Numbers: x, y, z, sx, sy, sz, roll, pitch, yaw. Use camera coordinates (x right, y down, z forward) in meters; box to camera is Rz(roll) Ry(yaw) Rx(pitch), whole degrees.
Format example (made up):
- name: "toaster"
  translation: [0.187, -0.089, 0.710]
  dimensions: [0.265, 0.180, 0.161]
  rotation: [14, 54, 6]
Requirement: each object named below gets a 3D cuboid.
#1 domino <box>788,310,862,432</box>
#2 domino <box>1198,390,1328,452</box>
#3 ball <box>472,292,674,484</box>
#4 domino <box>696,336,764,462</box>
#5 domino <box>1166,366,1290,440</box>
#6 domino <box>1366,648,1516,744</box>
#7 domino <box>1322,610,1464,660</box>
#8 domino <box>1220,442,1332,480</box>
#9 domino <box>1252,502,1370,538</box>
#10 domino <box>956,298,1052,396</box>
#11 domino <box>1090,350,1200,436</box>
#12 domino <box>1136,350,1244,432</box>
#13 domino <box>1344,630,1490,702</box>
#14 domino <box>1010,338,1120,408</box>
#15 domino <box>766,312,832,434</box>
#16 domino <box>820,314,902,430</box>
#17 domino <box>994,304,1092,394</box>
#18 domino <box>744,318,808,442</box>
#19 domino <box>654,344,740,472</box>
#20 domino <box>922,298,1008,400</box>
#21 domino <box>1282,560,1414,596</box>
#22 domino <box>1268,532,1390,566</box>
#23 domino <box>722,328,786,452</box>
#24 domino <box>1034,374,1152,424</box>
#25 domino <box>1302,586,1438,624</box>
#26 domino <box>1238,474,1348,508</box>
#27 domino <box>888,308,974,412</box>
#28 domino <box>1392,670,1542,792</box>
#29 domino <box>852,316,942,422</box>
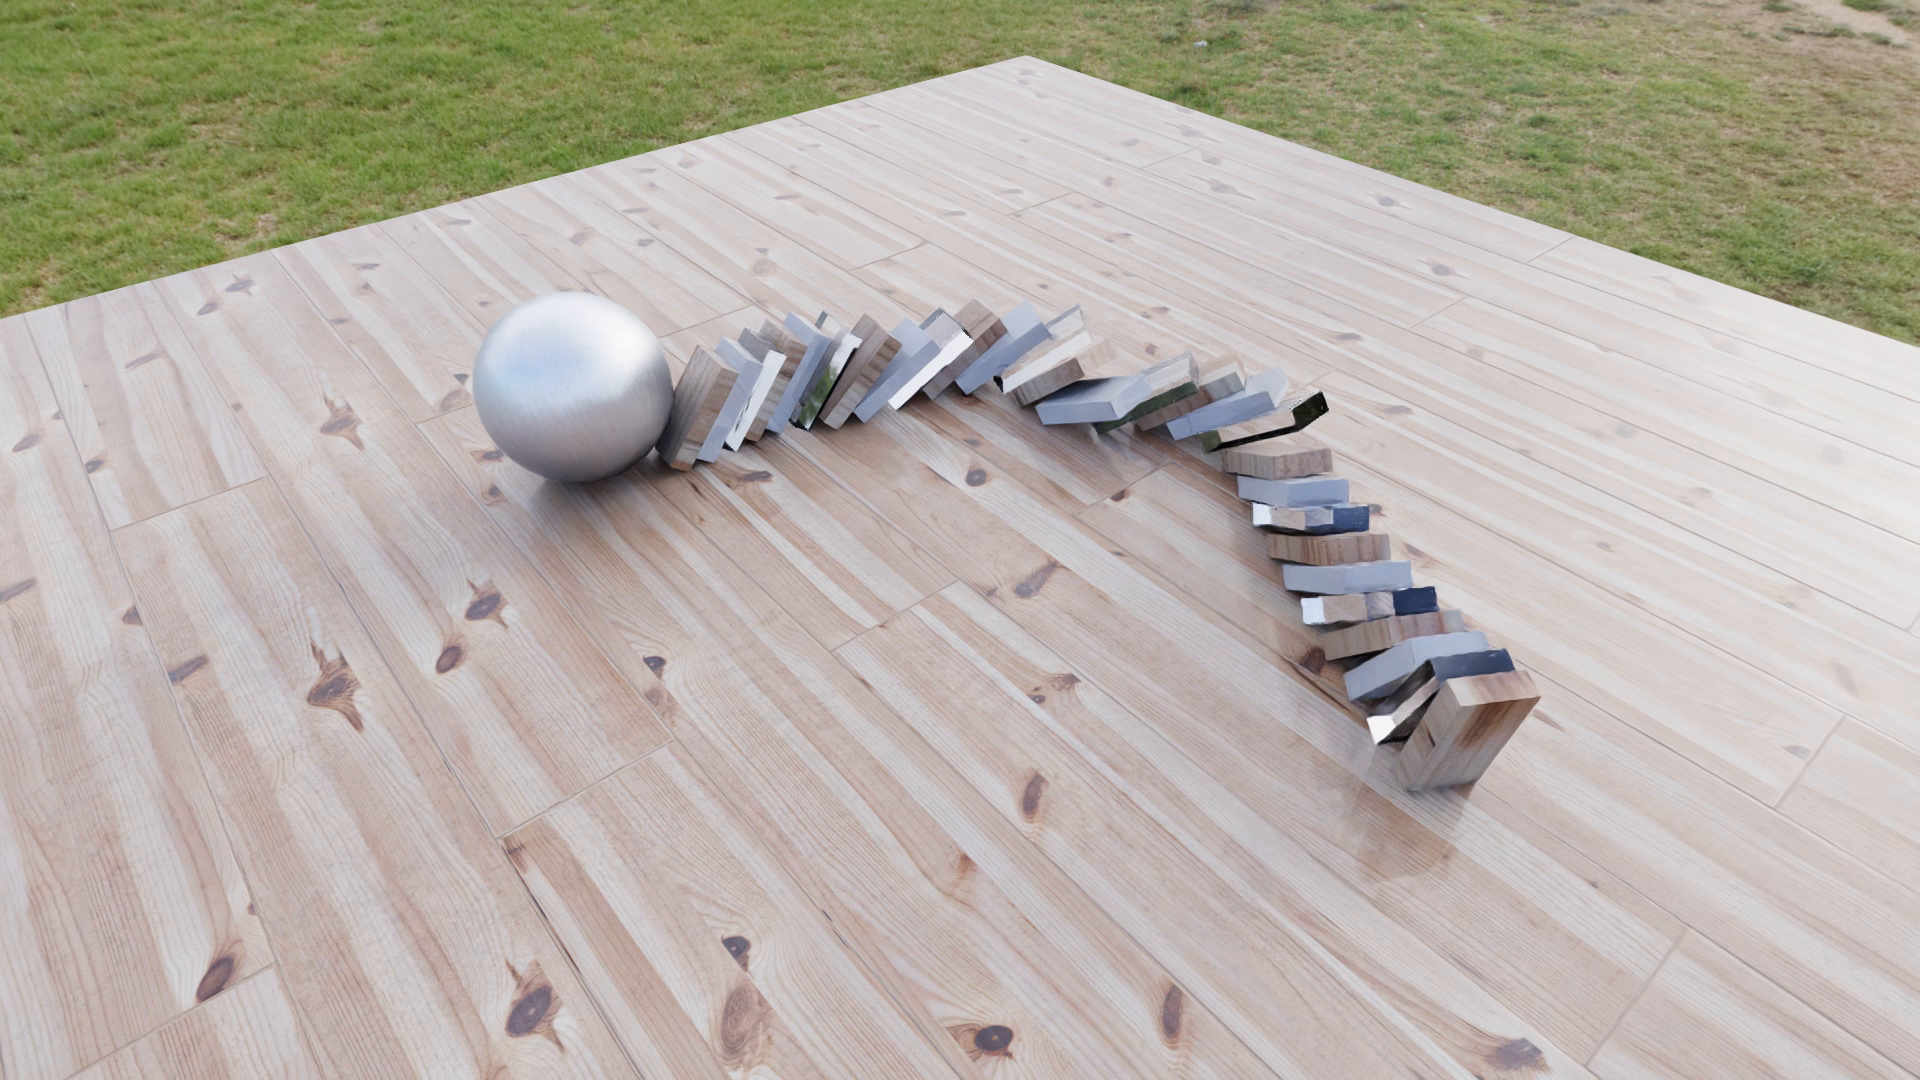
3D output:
- name: "domino"
  translation: [-0.067, -0.078, 0.511]
  dimensions: [0.010, 0.050, 0.025]
  rotation: [17, 22, -44]
- name: "domino"
  translation: [0.133, -0.052, 0.484]
  dimensions: [0.025, 0.010, 0.050]
  rotation: [-31, 12, -36]
- name: "ball"
  translation: [-0.163, -0.064, 0.466]
  dimensions: [0.080, 0.080, 0.080]
  rotation: [0, 39, 0]
- name: "domino"
  translation: [-0.108, -0.063, 0.492]
  dimensions: [0.010, 0.050, 0.025]
  rotation: [15, 21, -47]
- name: "domino"
  translation: [0.121, -0.061, 0.496]
  dimensions: [0.050, 0.009, 0.025]
  rotation: [-16, 22, 39]
- name: "domino"
  translation: [0.152, 0.051, 0.350]
  dimensions: [0.025, 0.050, 0.010]
  rotation: [-6, 61, -7]
- name: "domino"
  translation: [0.147, 0.033, 0.376]
  dimensions: [0.025, 0.050, 0.010]
  rotation: [-6, 79, -7]
- name: "domino"
  translation: [0.133, -0.034, 0.466]
  dimensions: [0.025, 0.010, 0.050]
  rotation: [-9, 10, -11]
- name: "domino"
  translation: [0.138, -0.009, 0.435]
  dimensions: [0.025, 0.009, 0.050]
  rotation: [-6, 6, -7]
- name: "domino"
  translation: [0.018, -0.095, 0.538]
  dimensions: [0.050, 0.009, 0.025]
  rotation: [-34, 39, 11]
- name: "domino"
  translation: [0.084, -0.067, 0.505]
  dimensions: [0.050, 0.010, 0.025]
  rotation: [-22, 28, 25]
- name: "domino"
  translation: [0.105, -0.069, 0.505]
  dimensions: [0.050, 0.010, 0.025]
  rotation: [-22, 25, 26]
- name: "domino"
  translation: [0.149, 0.042, 0.362]
  dimensions: [0.025, 0.050, 0.009]
  rotation: [-6, 71, -7]
- name: "domino"
  translation: [0.049, -0.078, 0.514]
  dimensions: [0.025, 0.010, 0.050]
  rotation: [-34, 8, -34]
- name: "domino"
  translation: [-0.081, -0.078, 0.510]
  dimensions: [0.009, 0.050, 0.025]
  rotation: [15, 20, -47]
- name: "domino"
  translation: [-0.051, -0.079, 0.514]
  dimensions: [0.050, 0.009, 0.025]
  rotation: [-51, 47, 9]
- name: "domino"
  translation: [0.039, -0.093, 0.535]
  dimensions: [0.050, 0.009, 0.025]
  rotation: [-29, 31, 19]
- name: "domino"
  translation: [-0.091, -0.073, 0.504]
  dimensions: [0.010, 0.050, 0.025]
  rotation: [15, 21, -47]
- name: "domino"
  translation: [-0.118, -0.058, 0.486]
  dimensions: [0.010, 0.050, 0.025]
  rotation: [15, 21, -47]
- name: "domino"
  translation: [-0.003, -0.094, 0.538]
  dimensions: [0.050, 0.010, 0.025]
  rotation: [-42, 46, 0]
- name: "domino"
  translation: [0.141, 0.013, 0.404]
  dimensions: [0.025, 0.009, 0.050]
  rotation: [-6, 1, -7]
- name: "domino"
  translation: [0.139, 0.002, 0.419]
  dimensions: [0.025, 0.010, 0.050]
  rotation: [-6, 4, -7]
- name: "domino"
  translation: [-0.099, -0.068, 0.498]
  dimensions: [0.010, 0.050, 0.025]
  rotation: [15, 21, -47]
- name: "domino"
  translation: [0.060, -0.064, 0.501]
  dimensions: [0.025, 0.010, 0.050]
  rotation: [-39, 24, -28]
- name: "domino"
  translation: [0.144, 0.023, 0.390]
  dimensions: [0.025, 0.010, 0.050]
  rotation: [-6, -4, -7]
- name: "domino"
  translation: [0.135, -0.021, 0.450]
  dimensions: [0.025, 0.009, 0.050]
  rotation: [-6, 8, -7]
- name: "domino"
  translation: [-0.020, -0.087, 0.531]
  dimensions: [0.050, 0.010, 0.025]
  rotation: [-42, 48, 0]
- name: "domino"
  translation: [0.155, 0.059, 0.338]
  dimensions: [0.025, 0.050, 0.010]
  rotation: [-6, 49, -7]
- name: "domino"
  translation: [-0.035, -0.081, 0.523]
  dimensions: [0.050, 0.010, 0.025]
  rotation: [-43, 48, 0]
